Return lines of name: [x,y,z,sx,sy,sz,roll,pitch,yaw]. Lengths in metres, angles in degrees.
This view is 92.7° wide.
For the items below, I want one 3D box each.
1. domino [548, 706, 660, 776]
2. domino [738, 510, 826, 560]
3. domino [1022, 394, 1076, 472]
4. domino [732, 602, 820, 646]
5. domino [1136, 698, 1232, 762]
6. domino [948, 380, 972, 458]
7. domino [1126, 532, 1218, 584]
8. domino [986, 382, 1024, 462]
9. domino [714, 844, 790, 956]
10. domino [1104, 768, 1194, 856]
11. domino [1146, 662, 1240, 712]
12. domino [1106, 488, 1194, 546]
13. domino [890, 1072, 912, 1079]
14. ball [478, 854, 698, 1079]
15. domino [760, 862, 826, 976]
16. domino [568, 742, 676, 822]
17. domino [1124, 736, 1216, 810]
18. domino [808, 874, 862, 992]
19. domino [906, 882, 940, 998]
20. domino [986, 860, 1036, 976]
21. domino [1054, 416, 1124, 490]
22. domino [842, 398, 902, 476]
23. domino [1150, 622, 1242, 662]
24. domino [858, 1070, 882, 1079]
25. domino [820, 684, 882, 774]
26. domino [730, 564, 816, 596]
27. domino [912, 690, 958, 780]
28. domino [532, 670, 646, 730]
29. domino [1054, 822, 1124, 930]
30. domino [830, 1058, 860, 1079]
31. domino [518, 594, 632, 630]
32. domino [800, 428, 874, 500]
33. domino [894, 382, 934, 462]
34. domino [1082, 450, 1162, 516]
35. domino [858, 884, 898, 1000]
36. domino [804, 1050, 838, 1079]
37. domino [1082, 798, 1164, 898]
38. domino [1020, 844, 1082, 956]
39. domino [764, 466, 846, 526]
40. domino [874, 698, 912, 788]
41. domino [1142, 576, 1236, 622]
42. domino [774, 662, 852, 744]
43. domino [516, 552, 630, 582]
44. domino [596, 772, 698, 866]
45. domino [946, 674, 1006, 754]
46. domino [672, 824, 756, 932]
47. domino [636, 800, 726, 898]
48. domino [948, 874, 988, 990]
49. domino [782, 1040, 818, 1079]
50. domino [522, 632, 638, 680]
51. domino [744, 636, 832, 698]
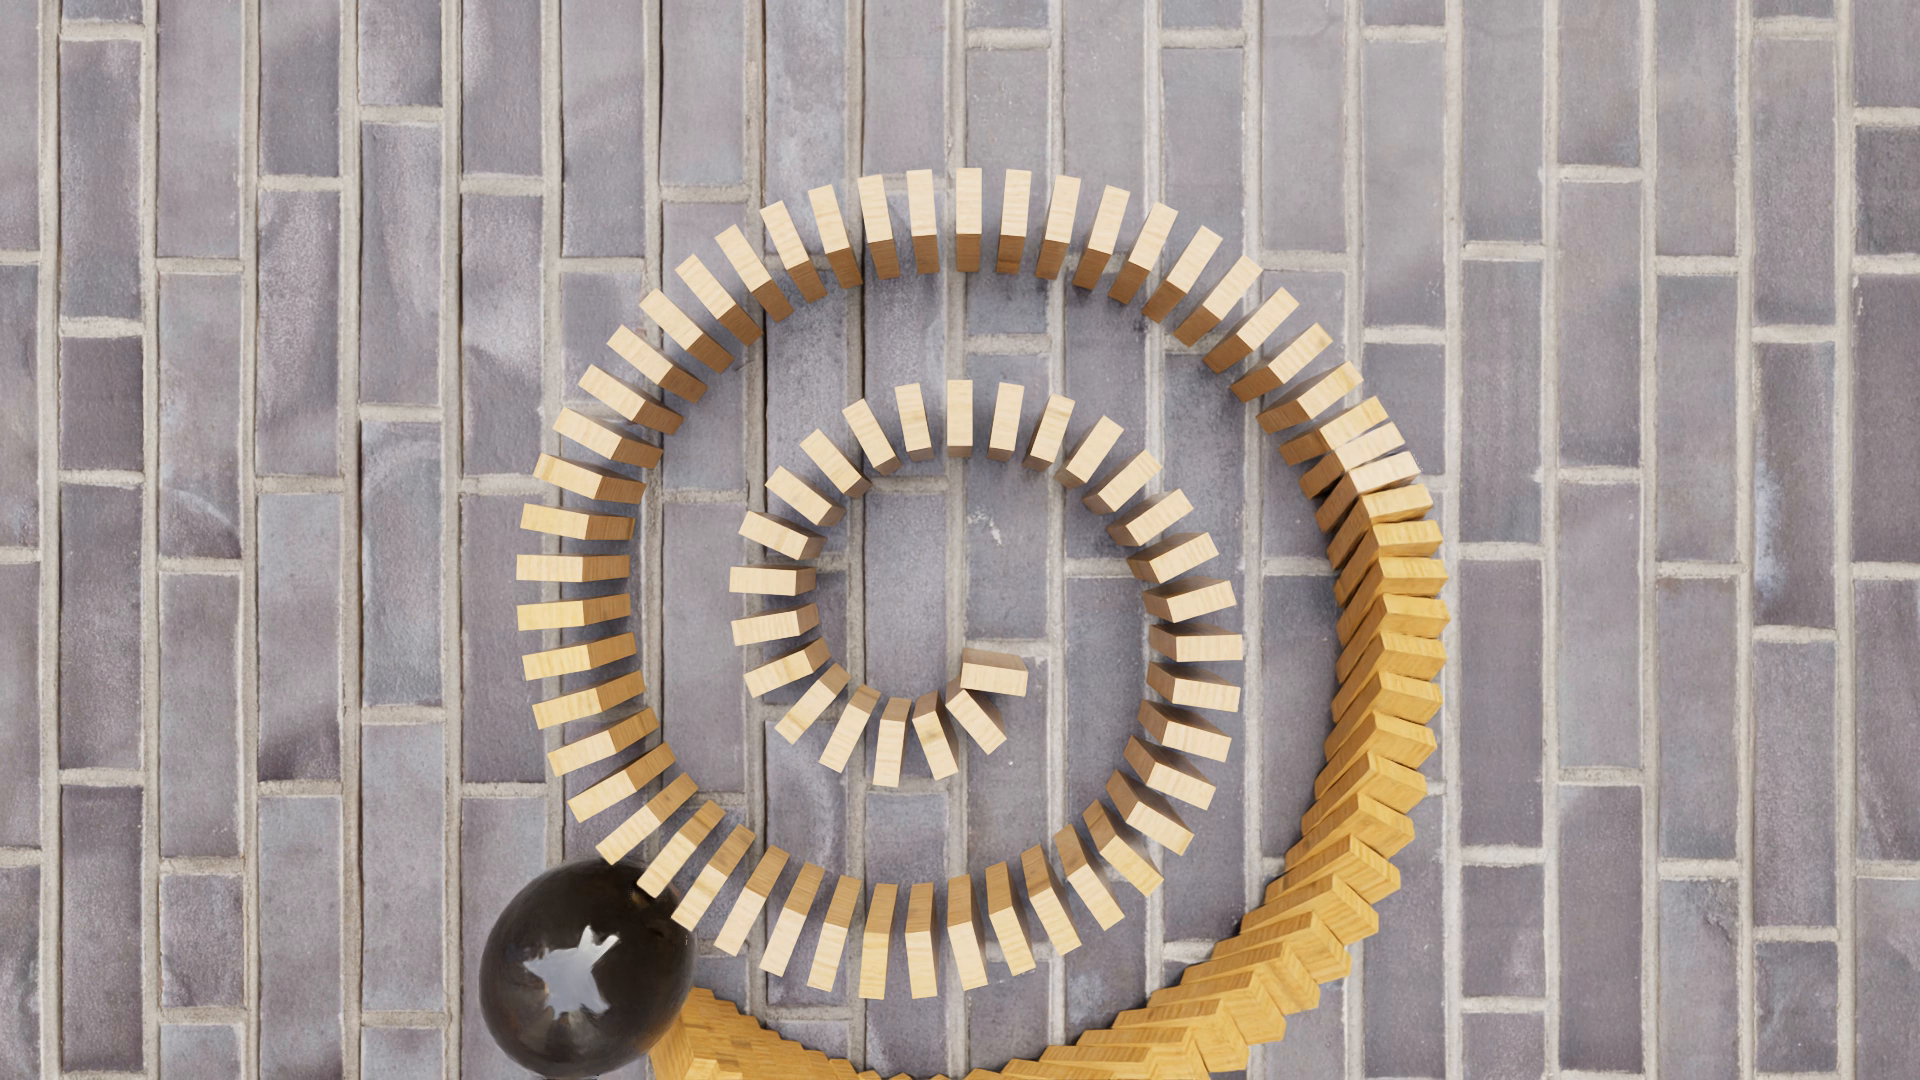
domino: [-0.144,0.082,0.375,0.025,0.050,0.009,-21,90,0]
domino: [-0.071,-0.002,0.375,0.025,0.050,0.009,24,90,0]
domino: [0.035,-0.043,0.375,0.009,0.050,0.025,19,90,0]
domino: [-0.074,0.034,0.375,0.025,0.050,0.010,-9,90,0]
domino: [0.090,0.077,0.375,0.025,0.050,0.010,16,90,0]
domino: [0.000,-0.049,0.375,0.010,0.050,0.025,0,90,0]
domino: [0.086,0.007,0.375,0.025,0.050,0.009,-27,90,0]
domino: [0.018,-0.047,0.375,0.010,0.050,0.025,9,90,0]
domino: [-0.084,0.146,0.375,0.010,0.050,0.025,28,90,0]
domino: [0.076,0.110,0.375,0.025,0.050,0.010,31,90,0]
domino: [0.094,0.059,0.375,0.025,0.050,0.010,8,90,0]
domino: [0.076,-0.009,0.375,0.025,0.050,0.009,-35,90,0]
domino: [-0.011,0.248,0.381,0.050,0.010,0.025,13,90,37]
ball: [-0.145,0.166,0.360,0.080,0.080,0.080,0,90,0]
domino: [-0.068,0.154,0.375,0.009,0.050,0.025,22,90,0]
domino: [-0.137,0.098,0.375,0.025,0.050,0.010,-29,90,0]
domino: [0.085,0.094,0.375,0.025,0.050,0.009,23,90,0]
domino: [-0.051,0.159,0.375,0.010,0.050,0.025,15,90,0]
domino: [-0.015,0.162,0.375,0.009,0.050,0.025,-7,90,0]
domino: [0.020,0.153,0.375,0.009,0.050,0.025,-21,90,0]
domino: [0.052,-0.035,0.375,0.009,0.050,0.025,35,90,0]
domino: [-0.035,-0.041,0.375,0.010,0.050,0.025,-29,90,0]
domino: [0.095,0.041,0.375,0.025,0.050,0.010,-2,90,0]
domino: [-0.030,0.250,0.379,0.050,0.009,0.025,30,93,42]
domino: [-0.044,0.076,0.375,0.010,0.050,0.025,27,90,0]
domino: [-0.075,0.016,0.375,0.025,0.050,0.009,3,90,0]
domino: [-0.009,0.079,0.375,0.010,0.050,0.025,-21,90,0]
domino: [-0.150,0.064,0.375,0.025,0.050,0.009,-15,90,0]
domino: [0.052,0.136,0.375,0.009,0.050,0.025,-35,90,0]
domino: [-0.045,0.242,0.377,0.009,0.050,0.025,26,90,-34]
domino: [-0.156,0.029,0.375,0.025,0.050,0.010,-4,90,0]
domino: [-0.050,-0.030,0.375,0.010,0.050,0.025,-42,90,0]
domino: [-0.018,-0.047,0.375,0.010,0.050,0.025,-11,90,0]
domino: [0.065,-0.023,0.375,0.025,0.050,0.010,-43,90,0]
domino: [-0.033,0.163,0.375,0.010,0.050,0.025,5,90,0]
domino: [-0.057,0.239,0.376,0.010,0.050,0.025,26,90,-32]
domino: [0.066,0.125,0.375,0.025,0.050,0.009,43,90,0]
domino: [0.036,0.146,0.375,0.009,0.050,0.025,-28,90,0]
domino: [-0.062,-0.017,0.375,0.025,0.050,0.010,38,90,0]
domino: [-0.027,0.082,0.375,0.009,0.050,0.025,7,90,0]
domino: [0.092,0.024,0.375,0.025,0.050,0.009,-17,90,0]
domino: [-0.059,0.066,0.375,0.009,0.050,0.025,42,90,0]
domino: [-0.157,0.011,0.375,0.025,0.050,0.009,2,90,0]
domino: [-0.127,0.113,0.375,0.025,0.050,0.009,-40,90,0]
domino: [0.006,0.070,0.375,0.009,0.050,0.025,-41,90,0]
domino: [-0.100,0.137,0.375,0.009,0.050,0.025,34,90,0]
domino: [-0.113,0.125,0.374,0.010,0.050,0.025,39,87,0]
domino: [0.003,0.159,0.375,0.010,0.050,0.025,-15,90,0]
domino: [-0.067,0.234,0.376,0.009,0.050,0.025,26,90,-32]
domino: [-0.154,0.047,0.375,0.025,0.050,0.010,-10,90,0]
domino: [-0.069,0.051,0.375,0.025,0.050,0.010,-23,90,0]
